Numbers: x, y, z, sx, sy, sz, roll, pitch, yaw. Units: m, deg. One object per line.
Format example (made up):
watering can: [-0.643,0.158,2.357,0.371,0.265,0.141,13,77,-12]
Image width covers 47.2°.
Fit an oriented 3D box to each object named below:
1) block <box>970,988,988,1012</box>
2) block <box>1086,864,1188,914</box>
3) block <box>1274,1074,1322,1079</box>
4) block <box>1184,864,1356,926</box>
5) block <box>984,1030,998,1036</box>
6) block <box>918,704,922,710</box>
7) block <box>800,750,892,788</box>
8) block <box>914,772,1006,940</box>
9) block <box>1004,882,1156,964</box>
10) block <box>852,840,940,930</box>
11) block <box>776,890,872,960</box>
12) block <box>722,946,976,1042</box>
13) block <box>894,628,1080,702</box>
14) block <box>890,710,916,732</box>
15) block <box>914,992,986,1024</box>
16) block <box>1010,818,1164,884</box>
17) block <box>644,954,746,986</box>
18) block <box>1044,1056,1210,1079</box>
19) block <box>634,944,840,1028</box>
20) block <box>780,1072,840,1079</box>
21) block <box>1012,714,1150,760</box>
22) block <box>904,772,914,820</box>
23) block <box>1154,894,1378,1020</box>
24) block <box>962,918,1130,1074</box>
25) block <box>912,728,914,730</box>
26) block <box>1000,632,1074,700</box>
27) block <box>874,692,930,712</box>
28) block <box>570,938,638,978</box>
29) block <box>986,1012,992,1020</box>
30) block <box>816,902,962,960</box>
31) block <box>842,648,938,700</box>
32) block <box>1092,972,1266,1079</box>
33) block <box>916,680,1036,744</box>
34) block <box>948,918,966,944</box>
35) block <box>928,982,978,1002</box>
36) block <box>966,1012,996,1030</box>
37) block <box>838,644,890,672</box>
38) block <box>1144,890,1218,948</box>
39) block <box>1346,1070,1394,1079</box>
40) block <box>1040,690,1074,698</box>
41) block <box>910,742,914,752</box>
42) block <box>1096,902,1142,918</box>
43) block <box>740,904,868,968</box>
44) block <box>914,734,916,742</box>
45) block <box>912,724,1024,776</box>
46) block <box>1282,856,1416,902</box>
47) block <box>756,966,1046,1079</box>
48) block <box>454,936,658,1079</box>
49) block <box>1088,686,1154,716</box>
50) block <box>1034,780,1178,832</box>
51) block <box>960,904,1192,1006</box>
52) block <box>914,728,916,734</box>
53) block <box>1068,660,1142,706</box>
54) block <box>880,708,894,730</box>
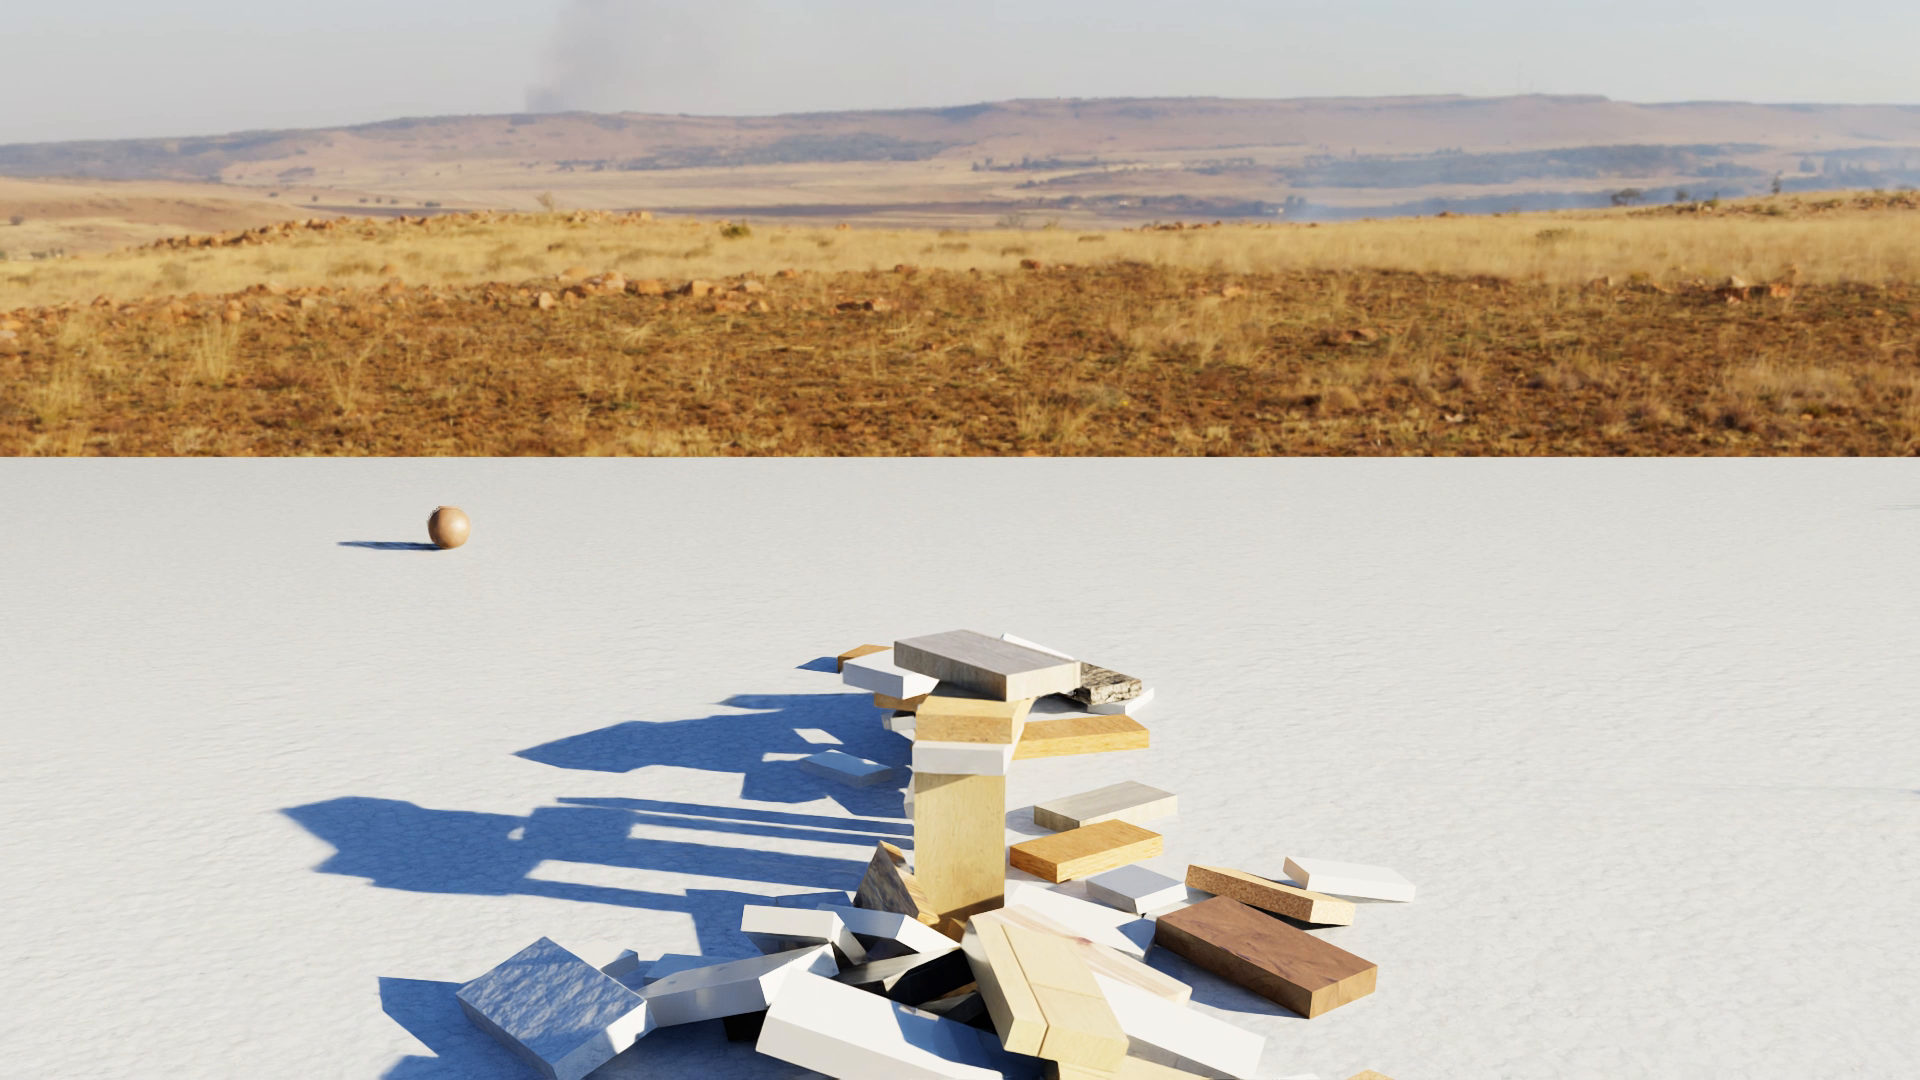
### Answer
block: [0.038,0.652,3.140,0.077,0.022,0.154,13,-6,-19]
block: [0.287,0.570,3.598,0.091,0.026,0.182,-14,7,-22]
block: [0.418,0.710,2.715,0.109,0.031,0.218,30,12,37]
block: [0.501,0.574,3.563,0.247,0.035,0.124,10,-3,43]
block: [0.031,0.671,2.949,0.091,0.026,0.182,5,-13,-9]
block: [-0.015,0.326,3.787,0.111,0.031,0.221,0,10,-2]
block: [-0.227,0.452,4.343,0.088,0.025,0.176,-10,15,-43]
block: [0.000,0.485,3.456,0.141,0.283,0.040,0,9,1]
block: [0.183,0.598,3.392,0.229,0.032,0.114,14,20,15]
block: [-0.103,0.577,3.418,0.032,0.114,0.342,23,5,-15]
block: [-0.217,0.611,3.469,0.114,0.032,0.229,-2,11,-13]
block: [-0.154,0.623,3.021,0.341,0.048,0.171,-20,-6,42]
block: [0.041,0.204,3.626,0.152,0.043,0.304,-8,13,-37]
block: [-0.079,0.334,4.321,0.088,0.025,0.176,-9,10,8]
block: [-0.072,0.657,2.973,0.215,0.026,0.090,-23,0,43]
block: [0.222,0.541,3.835,0.247,0.035,0.124,-8,13,-38]
block: [-0.361,0.651,3.266,0.194,0.028,0.097,2,11,11]
block: [0.259,0.701,2.705,0.307,0.043,0.153,17,10,-5]
block: [-0.335,0.627,3.065,0.307,0.043,0.153,-18,-2,36]
block: [-0.167,0.733,2.827,0.091,0.026,0.182,-5,12,-27]
block: [0.210,0.408,4.545,0.336,0.038,0.135,-3,11,-17]
block: [-0.025,0.445,4.158,0.123,0.035,0.246,-8,21,12]
block: [0.456,0.622,3.301,0.152,0.043,0.304,-9,20,-41]
block: [0.105,0.582,2.829,0.151,0.043,0.302,15,11,-13]
block: [-0.040,0.361,4.796,0.135,0.038,0.270,3,11,18]
block: [0.104,0.285,4.644,0.157,0.044,0.314,20,-25,-14]
block: [-0.039,0.280,4.376,0.157,0.044,0.314,5,12,19]
block: [-0.581,0.646,3.298,0.091,0.026,0.182,9,14,39]
block: [0.086,0.629,2.997,0.077,0.022,0.154,18,11,5]
block: [-0.099,0.573,3.158,0.128,0.036,0.256,33,-20,-25]
block: [-0.056,0.244,4.326,0.157,0.044,0.342,11,15,39]
block: [0.228,0.650,2.924,0.341,0.048,0.171,19,11,11]
block: [0.035,0.258,3.569,0.151,0.043,0.371,2,11,9]
block: [0.042,0.609,3.329,0.092,0.026,0.184,15,-4,-9]
block: [-0.025,0.627,3.169,0.092,0.026,0.184,-33,9,-23]
block: [0.031,0.663,3.038,0.077,0.022,0.154,9,-12,-12]
block: [-0.137,0.291,5.174,0.270,0.038,0.135,5,12,26]
block: [0.351,0.605,3.513,0.097,0.028,0.194,3,11,17]
block: [0.574,0.736,2.797,0.109,0.031,0.218,-10,14,-42]
block: [0.084,0.281,4.813,0.304,0.043,0.152,19,-14,-25]
block: [-0.037,0.424,4.516,0.119,0.017,0.059,-5,12,-26]
block: [0.194,0.615,3.463,0.182,0.026,0.091,-11,15,-43]
block: [-0.219,0.574,3.139,0.128,0.036,0.256,3,-23,10]
block: [-0.025,0.405,4.355,0.127,0.036,0.254,-11,22,5]
block: [0.017,0.313,3.499,0.141,0.040,0.283,2,11,8]
block: [0.644,0.562,3.644,0.194,0.028,0.097,9,8,-17]
block: [-0.032,0.650,2.744,0.424,0.048,0.171,18,10,3]
block: [-0.566,0.654,3.063,0.153,0.043,0.307,-31,26,-29]
block: [0.357,0.354,4.873,0.088,0.025,0.176,5,12,25]
block: [0.270,0.498,4.068,0.247,0.035,0.124,-9,14,-39]
block: [0.167,0.614,3.173,0.301,0.043,0.151,22,10,30]
block: [-0.015,0.377,4.188,0.123,0.035,0.246,-11,10,-5]
block: [0.244,0.310,4.990,0.128,0.036,0.443,-8,10,-25]
block: [-0.075,0.310,4.520,0.127,0.036,0.254,-8,20,12]
